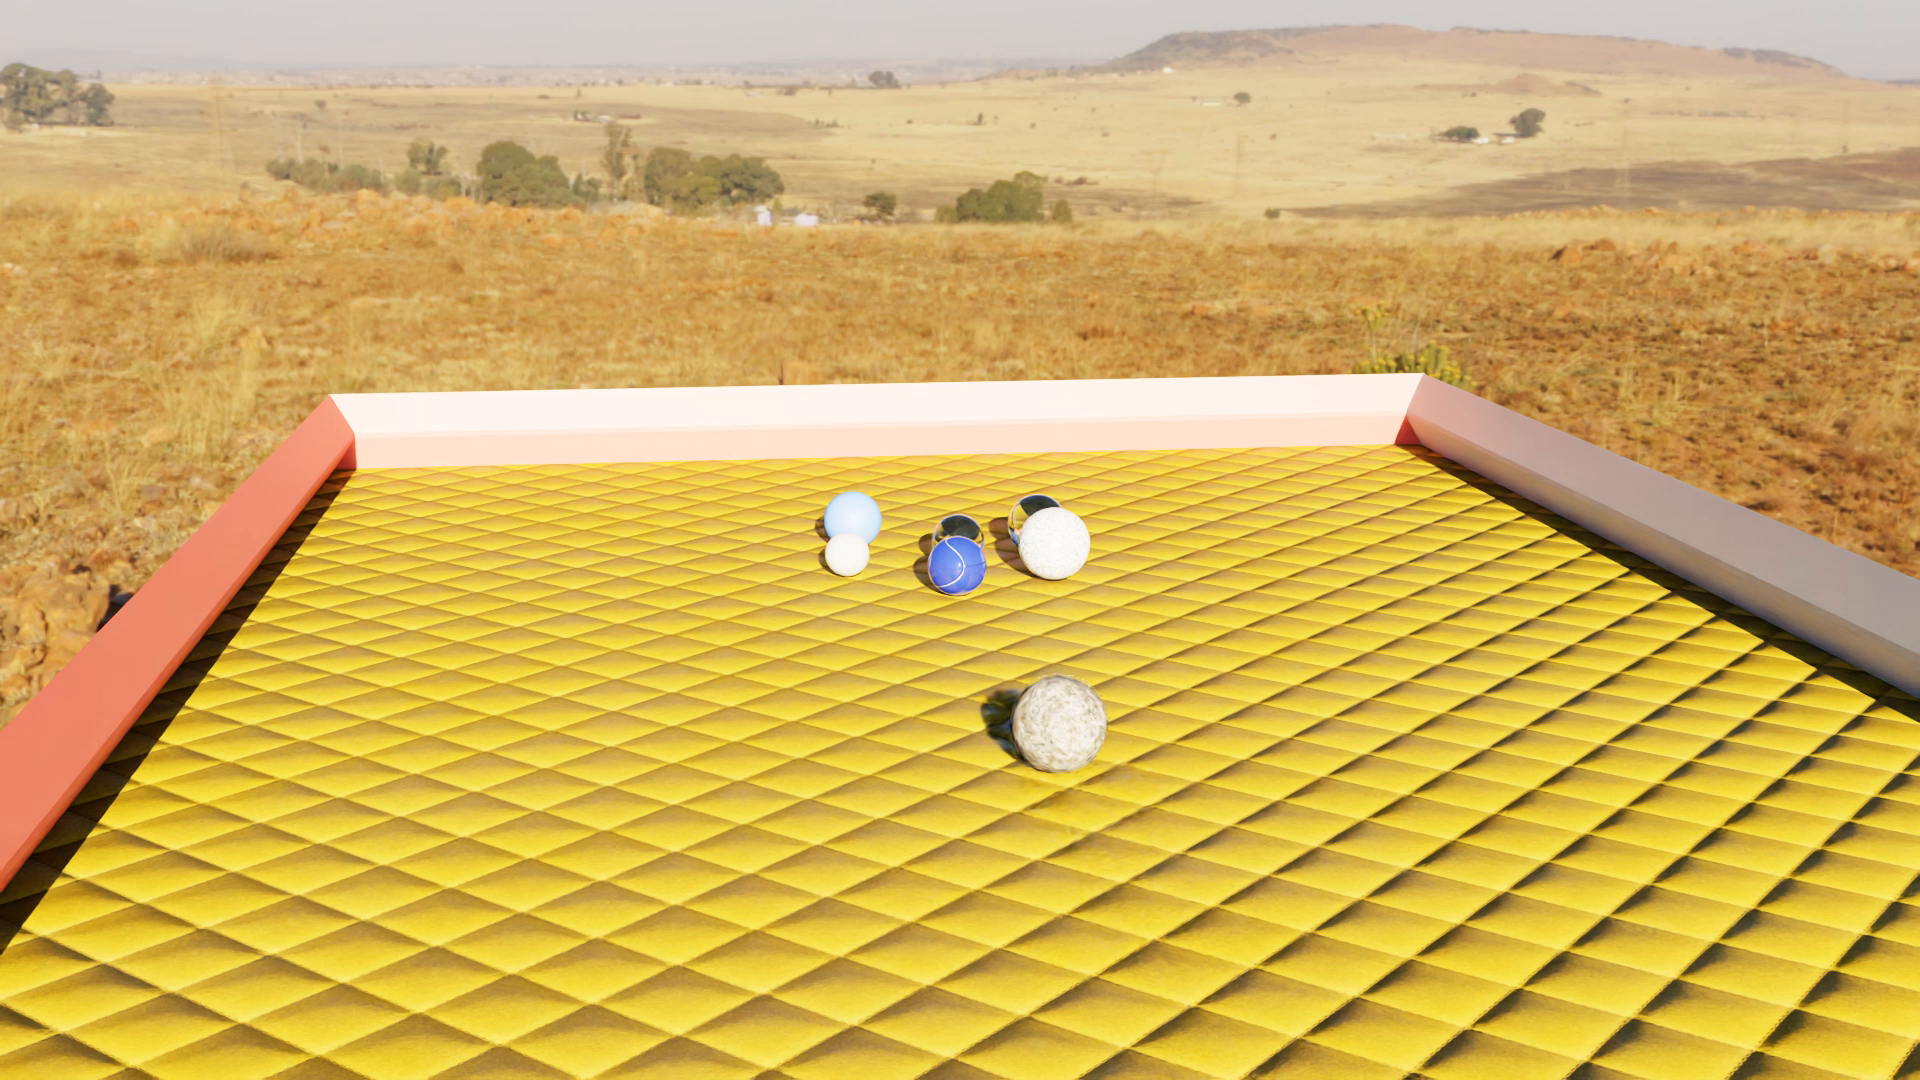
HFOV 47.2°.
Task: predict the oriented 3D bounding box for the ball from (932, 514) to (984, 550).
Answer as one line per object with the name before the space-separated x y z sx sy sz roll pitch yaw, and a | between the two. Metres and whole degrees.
ball | -0.003 0.001 3.010 0.073 0.073 0.073 0 12 0

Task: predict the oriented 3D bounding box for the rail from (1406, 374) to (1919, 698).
rail | 1.039 0.136 2.269 0.045 0.126 3.488 -2 13 -7

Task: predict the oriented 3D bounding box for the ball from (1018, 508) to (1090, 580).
ball | 0.126 0.005 2.934 0.097 0.097 0.097 0 12 0

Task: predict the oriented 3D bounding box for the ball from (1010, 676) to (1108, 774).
ball | 0.097 0.180 2.145 0.095 0.095 0.095 0 12 0

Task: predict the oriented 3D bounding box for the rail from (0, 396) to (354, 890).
rail | -0.809 0.189 2.029 0.045 0.126 3.488 -2 13 -7

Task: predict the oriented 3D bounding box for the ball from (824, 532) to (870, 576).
ball | -0.152 0.019 2.956 0.060 0.060 0.060 0 12 0

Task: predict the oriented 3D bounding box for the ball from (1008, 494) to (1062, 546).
ball | 0.109 -0.022 3.087 0.085 0.085 0.085 0 12 0

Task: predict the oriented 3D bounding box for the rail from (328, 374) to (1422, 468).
rail | -0.112 -0.205 3.814 1.912 0.126 0.045 -2 13 -7

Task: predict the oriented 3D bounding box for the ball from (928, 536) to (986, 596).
ball | -0.004 0.034 2.850 0.077 0.077 0.077 0 12 0

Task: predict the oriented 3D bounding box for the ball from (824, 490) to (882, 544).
ball | -0.152 -0.028 3.118 0.083 0.083 0.083 0 12 0
